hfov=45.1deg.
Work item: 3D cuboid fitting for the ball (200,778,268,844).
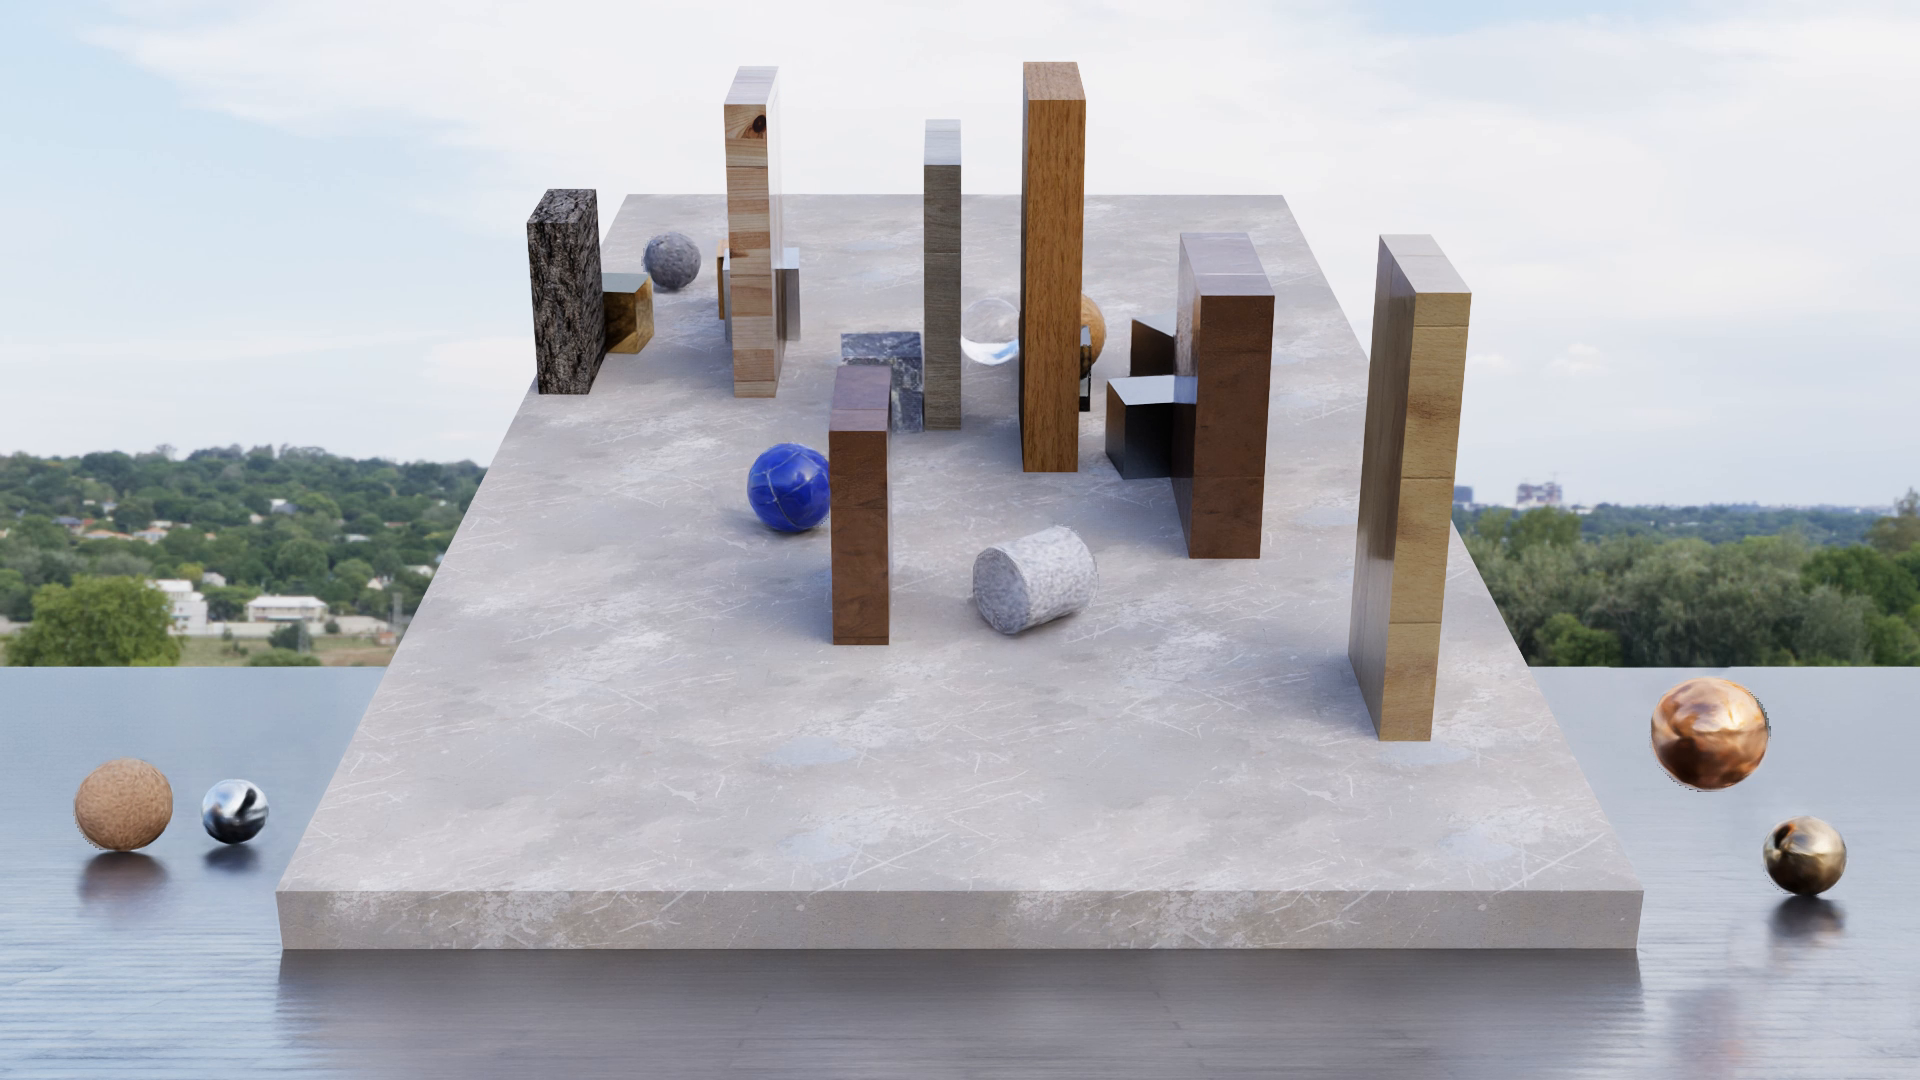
[{"bbox_3d":[-1.685,0.630,5.370,0.152,0.152,0.152,0,-3,0],"label":"ball"}]

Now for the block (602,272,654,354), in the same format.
[{"bbox_3d":[-0.852,-0.559,5.691,0.156,0.156,0.156,3,23,7],"label":"block"}]

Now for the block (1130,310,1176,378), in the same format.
[{"bbox_3d":[0.518,-0.416,5.331,0.180,0.180,0.180,-13,27,-29],"label":"block"}]

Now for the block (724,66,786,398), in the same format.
[{"bbox_3d":[-0.474,-0.725,5.407,0.094,0.683,0.414,0,23,0],"label":"block"}]

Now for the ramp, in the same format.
[{"bbox_3d":[-0.007,-0.226,5.238,2.000,0.100,4.000,0,23,0],"label":"ramp"}]

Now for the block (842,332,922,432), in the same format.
[{"bbox_3d":[-0.176,-0.354,5.184,0.177,0.177,0.177,-1,23,-2],"label":"block"}]

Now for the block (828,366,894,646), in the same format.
[{"bbox_3d":[-0.177,-0.067,4.215,0.100,0.409,0.344,0,23,0],"label":"block"}]

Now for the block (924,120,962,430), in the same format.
[{"bbox_3d":[-0.039,-0.606,5.235,0.081,0.602,0.432,0,23,0],"label":"block"}]

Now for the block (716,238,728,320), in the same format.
[{"bbox_3d":[-0.537,-0.673,5.946,0.165,0.165,0.165,-1,23,-3],"label":"block"}]

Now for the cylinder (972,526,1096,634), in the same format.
[{"bbox_3d":[0.135,0.072,4.206,0.160,0.160,0.160,-18,8,-35],"label":"cylinder"}]

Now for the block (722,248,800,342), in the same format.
[{"bbox_3d":[-0.494,-0.614,5.782,0.186,0.186,0.186,-1,23,-3],"label":"block"}]

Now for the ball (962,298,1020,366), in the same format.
[{"bbox_3d":[0.075,-0.500,5.549,0.162,0.162,0.162,0,-3,0],"label":"ball"}]

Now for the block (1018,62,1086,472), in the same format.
[{"bbox_3d":[0.193,-0.585,4.938,0.115,0.797,0.378,0,23,0],"label":"block"}]

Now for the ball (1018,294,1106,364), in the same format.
[{"bbox_3d":[0.242,-0.490,5.467,0.209,0.209,0.209,0,-3,0],"label":"ball"}]

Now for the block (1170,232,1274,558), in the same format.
[{"bbox_3d":[0.515,-0.293,4.592,0.137,0.533,0.432,0,23,0],"label":"block"}]

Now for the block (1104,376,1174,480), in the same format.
[{"bbox_3d":[0.413,-0.242,4.935,0.168,0.168,0.168,-4,23,-9],"label":"block"}]

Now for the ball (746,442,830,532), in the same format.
[{"bbox_3d":[-0.335,-0.105,4.599,0.178,0.178,0.178,0,-3,0],"label":"ball"}]

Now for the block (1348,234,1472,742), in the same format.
[{"bbox_3d":[0.733,-0.086,3.806,0.084,0.768,0.328,0,23,0],"label":"block"}]

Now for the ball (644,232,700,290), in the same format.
[{"bbox_3d":[-0.762,-0.740,6.122,0.150,0.150,0.150,0,-3,0],"label":"ball"}]

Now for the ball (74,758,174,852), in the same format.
[{"bbox_3d":[-1.867,0.592,5.169,0.208,0.208,0.208,0,-3,0],"label":"ball"}]

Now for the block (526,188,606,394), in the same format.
[{"bbox_3d":[-0.921,-0.586,5.429,0.115,0.409,0.306,0,23,0],"label":"block"}]

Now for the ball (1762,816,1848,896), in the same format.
[{"bbox_3d":[1.533,0.573,4.199,0.145,0.145,0.145,0,-3,0],"label":"ball"}]

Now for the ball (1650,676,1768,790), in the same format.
[{"bbox_3d":[1.378,0.356,4.257,0.208,0.208,0.208,0,-3,0],"label":"ball"}]

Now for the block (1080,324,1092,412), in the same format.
[{"bbox_3d":[0.218,-0.395,5.309,0.156,0.156,0.156,0,23,0],"label":"block"}]
